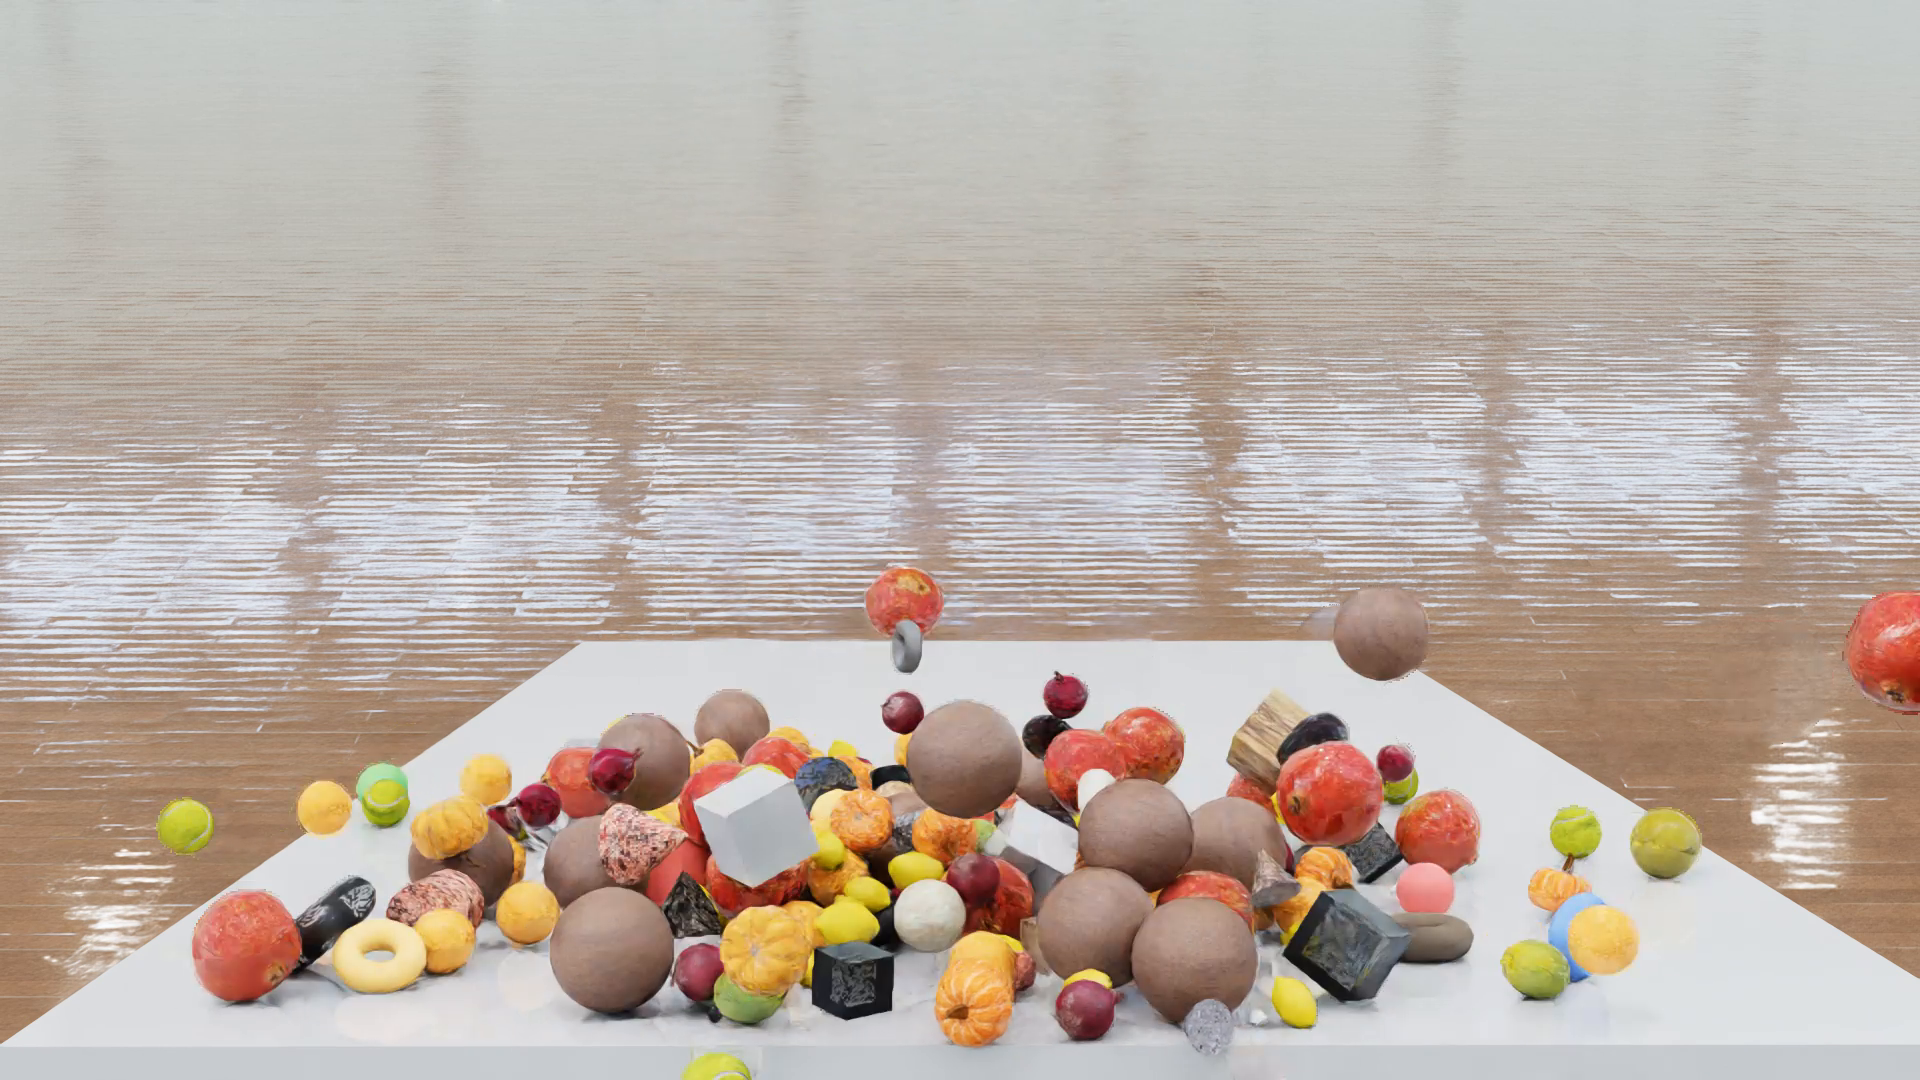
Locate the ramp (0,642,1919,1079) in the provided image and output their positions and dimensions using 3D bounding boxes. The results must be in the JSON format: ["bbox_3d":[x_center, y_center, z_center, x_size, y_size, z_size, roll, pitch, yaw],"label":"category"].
[{"bbox_3d":[0.047,0.428,4.533,2.000,0.100,4.000,0,3,0],"label":"ramp"}]

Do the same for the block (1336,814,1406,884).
[{"bbox_3d":[0.539,0.406,3.373,0.060,0.060,0.060,-37,3,2],"label":"block"}]

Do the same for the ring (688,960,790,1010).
[{"bbox_3d":[-0.233,0.470,2.715,0.109,0.036,0.109,-2,3,0],"label":"ring"}]

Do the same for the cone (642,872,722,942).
[{"bbox_3d":[-0.328,0.434,2.913,0.083,0.083,0.083,-33,21,4],"label":"cone"}]

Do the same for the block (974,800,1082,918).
[{"bbox_3d":[0.080,0.381,3.041,0.086,0.086,0.086,29,32,-7],"label":"block"}]

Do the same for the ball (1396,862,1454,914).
[{"bbox_3d":[0.567,0.427,3.127,0.070,0.070,0.070,0,20,0],"label":"ball"}]

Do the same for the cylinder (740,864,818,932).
[{"bbox_3d":[-0.216,0.418,3.059,0.070,0.070,0.070,-12,44,-29],"label":"cylinder"}]

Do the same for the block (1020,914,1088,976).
[{"bbox_3d":[0.104,0.452,2.866,0.054,0.054,0.054,-2,4,-33],"label":"block"}]

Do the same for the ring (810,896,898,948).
[{"bbox_3d":[-0.116,0.444,2.957,0.116,0.039,0.116,-16,9,3],"label":"ring"}]

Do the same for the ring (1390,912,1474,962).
[{"bbox_3d":[0.526,0.454,2.938,0.121,0.040,0.121,-1,3,0],"label":"ring"}]

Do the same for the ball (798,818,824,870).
[{"bbox_3d":[-0.216,0.386,3.308,0.081,0.081,0.081,0,20,0],"label":"ball"}]

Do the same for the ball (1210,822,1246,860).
[{"bbox_3d":[0.368,0.413,3.530,0.050,0.050,0.050,0,20,0],"label":"ball"}]

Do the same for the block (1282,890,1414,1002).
[{"bbox_3d":[0.408,0.425,2.699,0.082,0.082,0.082,37,14,30],"label":"block"}]

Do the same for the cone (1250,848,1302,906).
[{"bbox_3d":[0.336,0.361,2.803,0.058,0.058,0.058,-6,58,-16],"label":"cone"}]

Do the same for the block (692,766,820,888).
[{"bbox_3d":[-0.228,0.321,2.878,0.090,0.090,0.090,-27,18,-25],"label":"block"}]

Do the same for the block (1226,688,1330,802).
[{"bbox_3d":[0.445,0.288,3.607,0.095,0.095,0.095,37,67,16],"label":"block"}]

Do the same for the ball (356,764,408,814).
[{"bbox_3d":[-0.876,0.378,3.898,0.077,0.077,0.077,0,20,0],"label":"ball"}]

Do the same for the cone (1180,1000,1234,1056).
[{"bbox_3d":[0.233,0.481,2.543,0.055,0.055,0.055,-12,-1,-28],"label":"cone"}]

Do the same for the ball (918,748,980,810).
[{"bbox_3d":[-0.015,0.331,3.553,0.086,0.086,0.086,0,20,0],"label":"ball"}]

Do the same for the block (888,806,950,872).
[{"bbox_3d":[-0.049,0.360,3.092,0.054,0.054,0.054,-17,7,9],"label":"block"}]

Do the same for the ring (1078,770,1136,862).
[{"bbox_3d":[0.176,0.329,3.064,0.039,0.117,0.117,-22,16,15],"label":"ring"}]

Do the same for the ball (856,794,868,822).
[{"bbox_3d":[-0.151,0.352,3.301,0.066,0.066,0.066,0,20,0],"label":"ball"}]

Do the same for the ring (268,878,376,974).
[{"bbox_3d":[-0.709,0.429,2.856,0.139,0.046,0.139,-39,5,4],"label":"ring"}]

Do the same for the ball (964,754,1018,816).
[{"bbox_3d":[0.040,0.370,3.881,0.094,0.094,0.094,0,20,0],"label":"ball"}]

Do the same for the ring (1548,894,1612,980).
[{"bbox_3d":[0.677,0.433,2.804,0.097,0.097,0.032,-17,20,-39],"label":"ring"}]

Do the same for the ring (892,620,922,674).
[{"bbox_3d":[-0.073,0.147,3.534,0.025,0.075,0.075,2,18,-22],"label":"ring"}]

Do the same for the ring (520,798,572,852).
[{"bbox_3d":[-0.579,0.400,3.603,0.087,0.029,0.087,38,24,-20],"label":"ring"}]

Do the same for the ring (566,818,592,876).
[{"bbox_3d":[-0.494,0.399,3.333,0.025,0.075,0.075,-9,21,-8],"label":"ring"}]

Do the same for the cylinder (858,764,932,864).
[{"bbox_3d":[-0.086,0.373,3.490,0.096,0.096,0.096,-6,37,-17],"label":"cylinder"}]

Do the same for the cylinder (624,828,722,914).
[{"bbox_3d":[-0.358,0.412,3.198,0.093,0.093,0.093,9,6,24],"label":"cylinder"}]

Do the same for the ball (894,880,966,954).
[{"bbox_3d":[-0.033,0.414,2.824,0.081,0.081,0.081,0,20,0],"label":"ball"}]

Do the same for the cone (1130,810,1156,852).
[{"bbox_3d":[0.225,0.421,3.567,0.067,0.067,0.067,14,37,33],"label":"cone"}]

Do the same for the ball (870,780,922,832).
[{"bbox_3d":[-0.084,0.344,3.310,0.067,0.067,0.067,0,20,0],"label":"ball"}]

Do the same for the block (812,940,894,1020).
[{"bbox_3d":[-0.111,0.457,2.670,0.060,0.060,0.060,-4,11,-40],"label":"block"}]

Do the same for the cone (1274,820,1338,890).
[{"bbox_3d":[0.427,0.390,3.310,0.087,0.087,0.087,-10,40,-26],"label":"cone"}]

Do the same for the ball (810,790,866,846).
[{"bbox_3d":[-0.150,0.343,3.173,0.070,0.070,0.070,0,20,0],"label":"ball"}]

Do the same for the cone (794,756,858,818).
[{"bbox_3d":[-0.172,0.312,3.215,0.083,0.083,0.083,1,-5,2],"label":"cone"}]

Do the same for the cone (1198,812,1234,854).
[{"bbox_3d":[0.351,0.422,3.575,0.061,0.061,0.061,-35,37,-32],"label":"cone"}]

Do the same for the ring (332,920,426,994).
[{"bbox_3d":[-0.629,0.451,2.786,0.101,0.034,0.101,7,34,-5],"label":"ring"}]

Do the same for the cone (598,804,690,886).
[{"bbox_3d":[-0.358,0.355,3.042,0.099,0.099,0.099,-11,12,31],"label":"cone"}]

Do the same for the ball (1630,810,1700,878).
[{"bbox_3d":[0.930,0.401,3.389,0.091,0.091,0.091,0,20,0],"label":"ball"}]

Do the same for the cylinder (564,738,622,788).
[{"bbox_3d":[-0.594,0.362,4.160,0.078,0.078,0.078,0,20,6],"label":"cylinder"}]

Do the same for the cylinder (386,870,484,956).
[{"bbox_3d":[-0.602,0.429,2.950,0.085,0.085,0.085,4,2,9],"label":"cylinder"}]

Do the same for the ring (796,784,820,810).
[{"bbox_3d":[-0.266,0.393,3.876,0.112,0.037,0.112,-9,-9,-2],"label":"ring"}]
